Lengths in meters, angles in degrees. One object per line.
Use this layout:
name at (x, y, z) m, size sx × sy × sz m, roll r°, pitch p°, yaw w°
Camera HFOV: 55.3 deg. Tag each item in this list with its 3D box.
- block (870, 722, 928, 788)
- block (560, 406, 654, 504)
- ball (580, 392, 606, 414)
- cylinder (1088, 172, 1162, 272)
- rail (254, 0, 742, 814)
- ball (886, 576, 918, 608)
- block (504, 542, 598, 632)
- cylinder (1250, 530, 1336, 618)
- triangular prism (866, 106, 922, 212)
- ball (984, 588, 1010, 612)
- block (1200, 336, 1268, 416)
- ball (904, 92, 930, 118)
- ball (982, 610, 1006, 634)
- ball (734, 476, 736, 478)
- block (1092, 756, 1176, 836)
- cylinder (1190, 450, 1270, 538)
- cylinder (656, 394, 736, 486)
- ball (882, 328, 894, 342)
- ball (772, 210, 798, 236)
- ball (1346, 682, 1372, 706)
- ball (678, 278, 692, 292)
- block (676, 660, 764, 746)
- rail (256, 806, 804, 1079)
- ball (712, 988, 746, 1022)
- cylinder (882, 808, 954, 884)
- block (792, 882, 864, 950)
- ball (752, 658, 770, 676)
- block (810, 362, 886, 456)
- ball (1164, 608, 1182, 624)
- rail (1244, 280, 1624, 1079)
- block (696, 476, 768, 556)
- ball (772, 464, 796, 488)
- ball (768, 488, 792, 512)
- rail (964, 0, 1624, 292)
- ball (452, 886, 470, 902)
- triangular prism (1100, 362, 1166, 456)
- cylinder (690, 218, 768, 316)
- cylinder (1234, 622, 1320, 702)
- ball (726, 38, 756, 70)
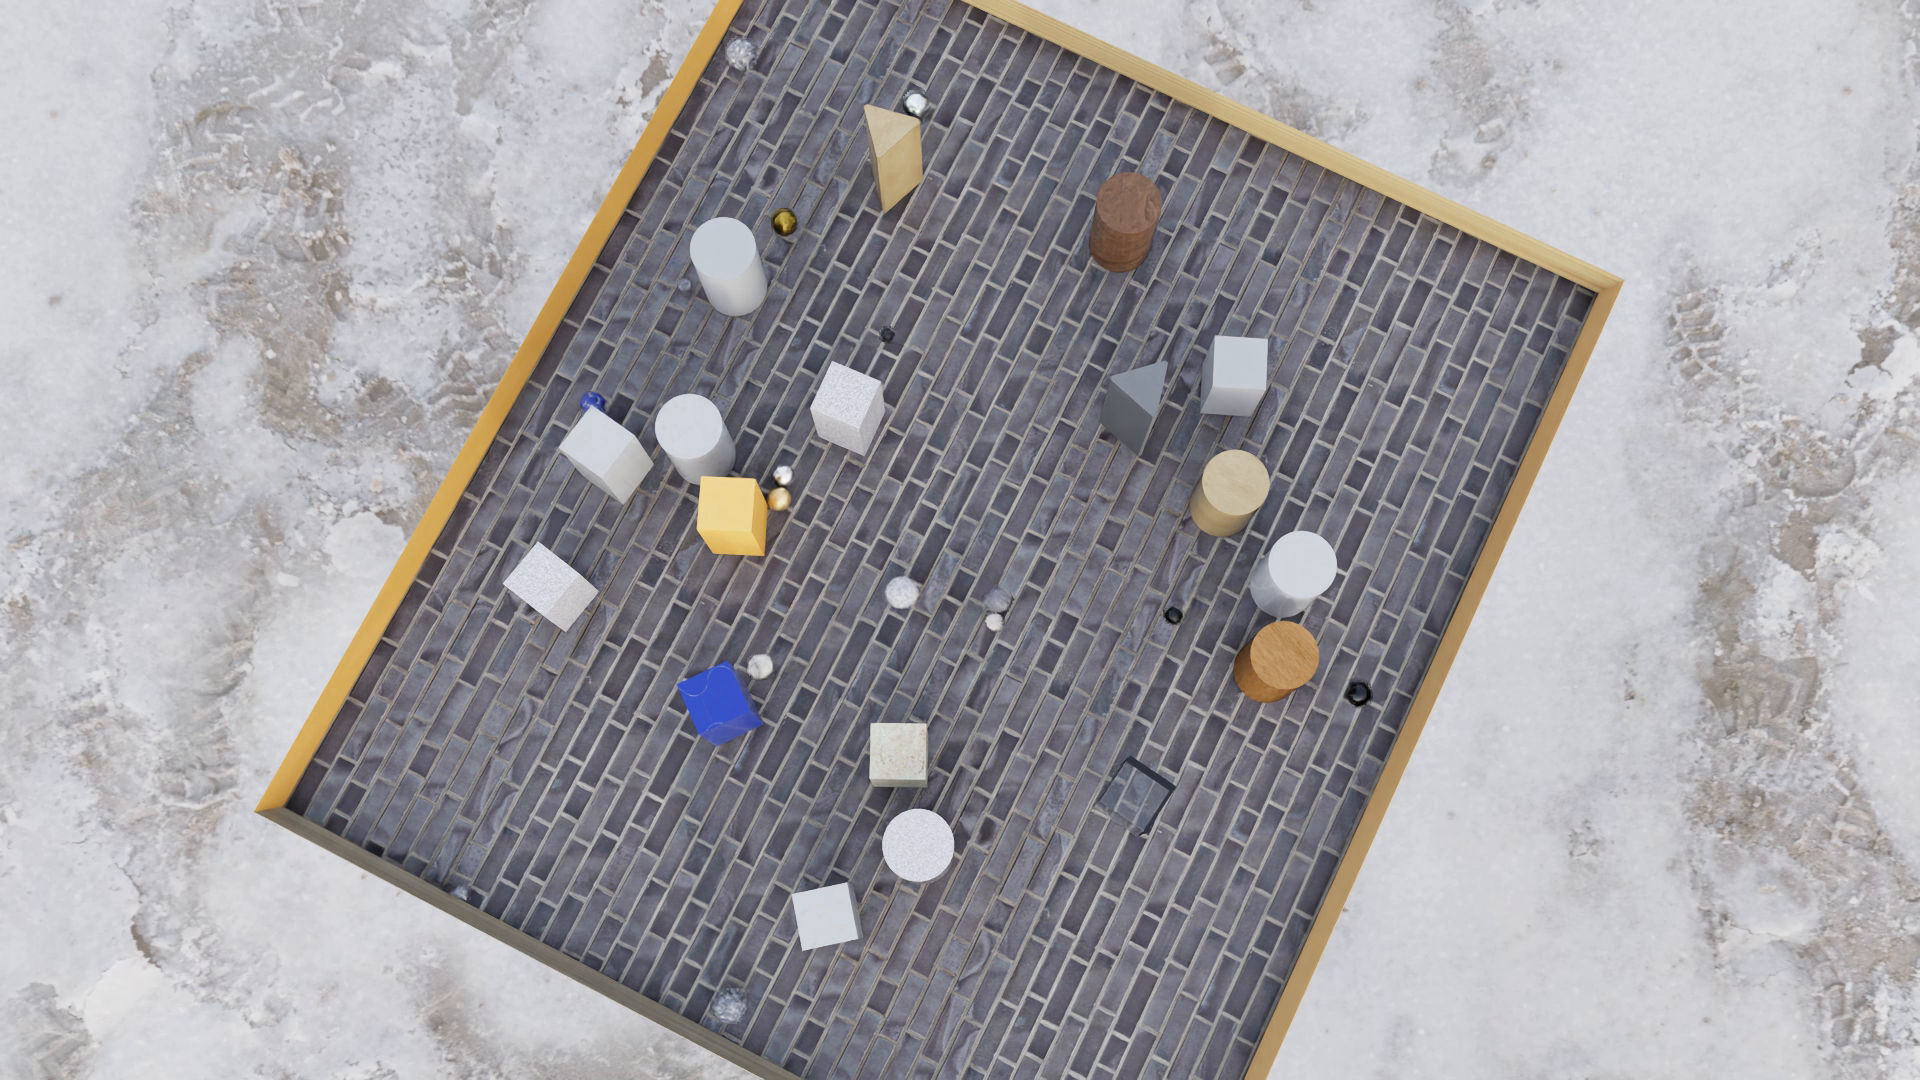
block at (-0.175, 0.628, 5.324) m, size 0.157 × 0.318 × 0.157 m, roll 1°, pitch 78°, yaw 0°
block at (-1.055, -0.251, 5.490) m, size 0.157 × 0.349 × 0.157 m, roll 35°, pitch 80°, yaw 7°
ball at (-1.133, -0.417, 5.664) m, size 0.076 × 0.076 × 0.076 m, roll 0°, pitch 78°, yaw 0°
cylinder at (0.506, -0.975, 5.647) m, size 0.196 × 0.335 × 0.196 m, roll 0°, pitch 78°, yaw 0°
rail at (-1.295, -0.627, 5.680) m, size 0.045 × 0.128 × 3.292 m, roll 26°, pitch 80°, yaw 5°
ball at (-0.176, 0.159, 5.534) m, size 0.098 × 0.098 × 0.098 m, roll 0°, pitch 78°, yaw 0°
block at (-1.210, 0.142, 5.438) m, size 0.157 × 0.291 × 0.157 m, roll 37°, pitch 81°, yaw 7°
cylinder at (0.982, 0.105, 5.418) m, size 0.196 × 0.346 × 0.196 m, roll 0°, pitch 78°, yaw 0°
triangular prism at (-0.231, -1.195, 5.642) m, size 0.170 × 0.434 × 0.147 m, roll -43°, pitch 81°, yaw -8°
ball at (0.112, 0.181, 5.540) m, size 0.077 × 0.077 × 0.077 m, roll 0°, pitch 78°, yaw 0°
block at (0.830, -0.496, 5.569) m, size 0.157 × 0.293 × 0.157 m, roll 4°, pitch 78°, yaw 1°
ball at (-0.139, -1.391, 5.863) m, size 0.082 × 0.082 × 0.082 m, roll 0°, pitch 78°, yaw 0°
ball at (0.104, 0.246, 5.539) m, size 0.076 × 0.076 × 0.076 m, roll 0°, pitch 78°, yaw 0°
ball at (-0.687, -0.155, 5.610) m, size 0.077 × 0.077 × 0.077 m, roll 0°, pitch 78°, yaw 0°
block at (0.504, 0.746, 5.322) m, size 0.157 × 0.275 × 0.157 m, roll 34°, pitch 80°, yaw 7°
cylinder at (0.803, -0.136, 5.486) m, size 0.196 × 0.311 × 0.196 m, roll 0°, pitch 78°, yaw 0°
cylinder at (-0.791, -0.298, 5.508) m, size 0.196 × 0.333 × 0.196 m, roll 0°, pitch 78°, yaw 0°
ball at (-0.226, -0.640, 5.728) m, size 0.041 × 0.041 × 0.041 m, roll 0°, pitch 78°, yaw 0°
ball at (-0.552, -1.000, 5.782) m, size 0.081 × 0.081 × 0.081 m, roll 0°, pitch 78°, yaw 0°
ball at (1.194, 0.460, 5.484) m, size 0.074 × 0.074 × 0.074 m, roll 0°, pitch 78°, yaw 0°
ball at (-0.865, -0.800, 5.761) m, size 0.041 × 0.041 × 0.041 m, roll 0°, pitch 78°, yaw 0°
block at (-0.693, 0.480, 5.330) m, size 0.157 × 0.367 × 0.157 m, roll -25°, pitch 79°, yaw -5°
rail at (-0.725, 1.428, 5.255) m, size 2.944 × 0.128 × 0.045 m, roll 26°, pitch 80°, yaw 5°
ball at (-0.664, 1.341, 5.289) m, size 0.098 × 0.098 × 0.098 m, roll 0°, pitch 78°, yaw 0°
cylinder at (-0.114, 0.876, 5.213) m, size 0.196 × 0.435 × 0.196 m, roll 0°, pitch 78°, yaw 0°
block at (-0.376, 1.077, 5.242) m, size 0.157 × 0.298 × 0.157 m, roll -12°, pitch 79°, yaw -2°
ball at (-0.598, 0.379, 5.499) m, size 0.053 × 0.053 × 0.053 m, roll 0°, pitch 78°, yaw 0°
block at (-0.335, -0.393, 5.532) m, size 0.157 × 0.325 × 0.157 m, roll 23°, pitch 79°, yaw 5°
ball at (0.646, 0.229, 5.542) m, size 0.052 × 0.052 × 0.052 m, roll 0°, pitch 78°, yaw 0°
rail at (1.295, 0.641, 5.418) m, size 0.045 × 0.128 × 3.292 m, roll 26°, pitch 80°, yaw 5°
block at (-0.673, -0.068, 5.449) m, size 0.157 × 0.355 × 0.157 m, roll 3°, pitch 78°, yaw 1°
ball at (-0.542, -0.195, 5.620) m, size 0.072 × 0.072 × 0.072 m, roll 0°, pitch 78°, yaw 0°
ball at (-0.553, -0.125, 5.605) m, size 0.073 × 0.073 × 0.073 m, roll 0°, pitch 78°, yaw 0°
rail at (0.725, -1.414, 5.843) m, size 2.944 × 0.128 × 0.045 m, roll 26°, pitch 80°, yaw 5°
ball at (-1.465, 1.041, 5.375) m, size 0.052 × 0.052 × 0.052 m, roll 0°, pitch 78°, yaw 0°
triangular prism at (0.544, -0.414, 5.471) m, size 0.170 × 0.454 × 0.147 m, roll 43°, pitch 81°, yaw 8°
cylinder at (-0.706, -0.834, 5.618) m, size 0.196 × 0.336 × 0.196 m, roll 0°, pitch 78°, yaw 0°
cylinder at (0.924, 0.361, 5.374) m, size 0.196 × 0.329 × 0.196 m, roll 0°, pitch 78°, yaw 0°
ball at (-0.703, -1.561, 5.890) m, size 0.096 × 0.096 × 0.096 m, roll 0°, pitch 78°, yaw 0°
